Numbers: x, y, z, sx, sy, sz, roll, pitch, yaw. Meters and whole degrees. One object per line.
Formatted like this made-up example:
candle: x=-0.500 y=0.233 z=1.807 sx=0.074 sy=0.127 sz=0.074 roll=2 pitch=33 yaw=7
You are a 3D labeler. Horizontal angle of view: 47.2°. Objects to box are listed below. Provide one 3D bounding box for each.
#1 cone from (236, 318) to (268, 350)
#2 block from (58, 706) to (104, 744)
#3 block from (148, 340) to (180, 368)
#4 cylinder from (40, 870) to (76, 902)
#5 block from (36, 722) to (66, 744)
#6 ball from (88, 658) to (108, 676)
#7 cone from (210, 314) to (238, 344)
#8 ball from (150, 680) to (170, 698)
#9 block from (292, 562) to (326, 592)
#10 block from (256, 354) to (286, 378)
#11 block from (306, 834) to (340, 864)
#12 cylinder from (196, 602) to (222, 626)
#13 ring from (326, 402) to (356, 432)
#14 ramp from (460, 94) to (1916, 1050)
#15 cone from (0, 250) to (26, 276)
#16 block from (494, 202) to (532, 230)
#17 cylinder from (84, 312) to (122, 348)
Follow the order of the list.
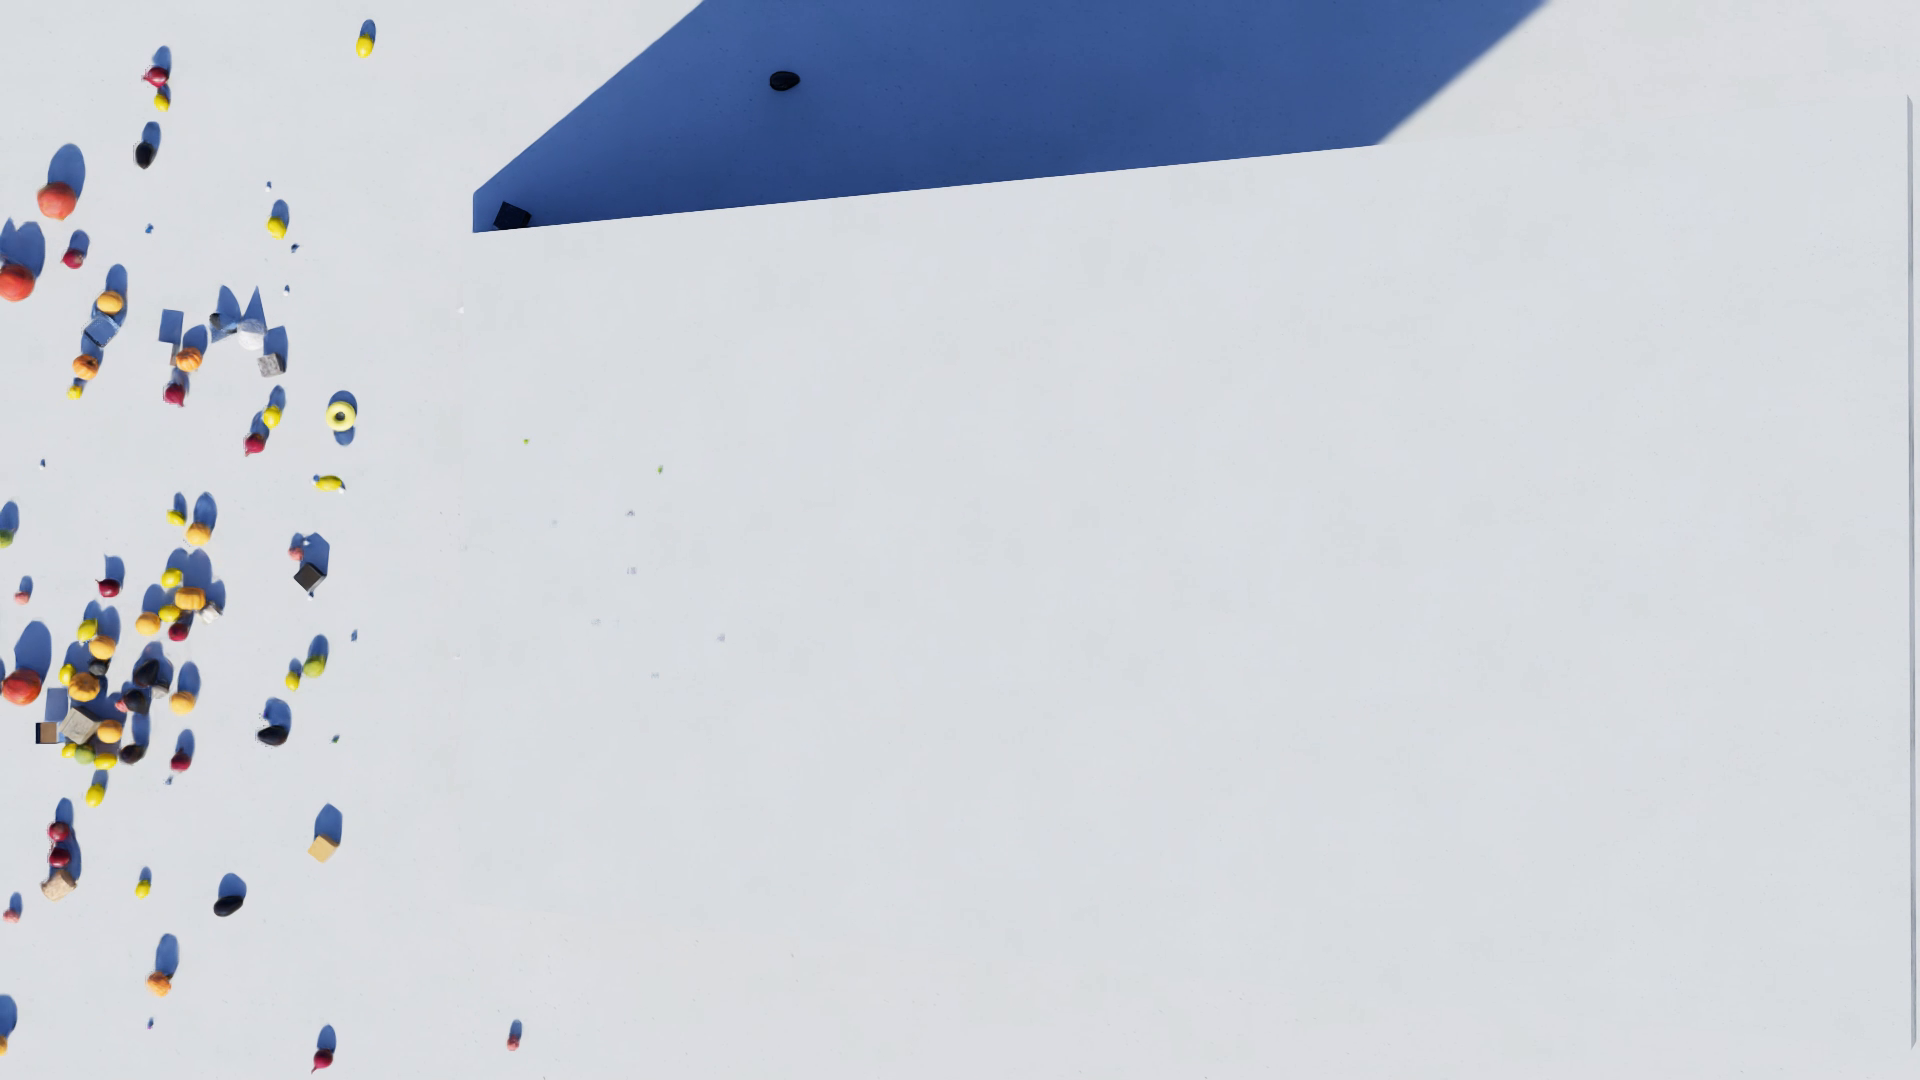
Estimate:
cone: x=-2.146 y=-0.625 z=6.622 sx=0.096 sy=0.096 sz=0.096 roll=0 pitch=89 yaw=0
block: x=-2.645 y=0.557 z=6.618 sx=0.081 sy=0.081 sz=0.081 roll=34 pitch=90 yaw=0
block: x=-2.401 y=-0.562 z=6.636 sx=0.065 sy=0.065 sz=0.065 roll=8 pitch=89 yaw=0
cylinder: x=-2.712 y=1.042 z=6.618 sx=0.071 sy=0.071 sz=0.071 roll=-38 pitch=90 yaw=0
block: x=-2.741 y=0.580 z=6.626 sx=0.064 sy=0.064 sz=0.064 roll=0 pitch=89 yaw=0
ball: x=-2.597 y=0.384 z=6.632 sx=0.055 sy=0.055 sz=0.055 roll=0 pitch=89 yaw=0
cone: x=-2.246 y=-0.622 z=6.649 sx=0.090 sy=0.090 sz=0.090 roll=42 pitch=116 yaw=0
ball: x=-2.413 y=0.449 z=6.632 sx=0.054 sy=0.054 sz=0.054 roll=0 pitch=89 yaw=0
block: x=-1.961 y=0.112 z=6.632 sx=0.061 sy=0.061 sz=0.061 roll=44 pitch=90 yaw=0
block: x=-2.079 y=-0.526 z=6.640 sx=0.058 sy=0.058 sz=0.058 roll=-16 pitch=89 yaw=0
block: x=-1.917 y=0.929 z=6.624 sx=0.060 sy=0.060 sz=0.060 roll=38 pitch=90 yaw=0
cylinder: x=-2.265 y=0.221 z=6.635 sx=0.053 sy=0.053 sz=0.053 roll=-33 pitch=90 yaw=0
ring: x=-1.874 y=-0.375 z=6.652 sx=0.091 sy=0.030 sz=0.091 roll=0 pitch=88 yaw=0
ramp: x=0.271 y=0.075 z=5.631 sx=4.000 sy=0.100 sz=2.000 roll=0 pitch=89 yaw=30
cone: x=-2.872 y=-0.830 z=6.650 sx=0.098 sy=0.098 sz=0.098 roll=9 pitch=89 yaw=-27
block: x=-1.350 y=-0.966 z=6.635 sx=0.077 sy=0.077 sz=0.077 roll=24 pitch=89 yaw=0
cylinder: x=-2.586 y=-0.633 z=6.632 sx=0.076 sy=0.076 sz=0.076 roll=-44 pitch=90 yaw=0
